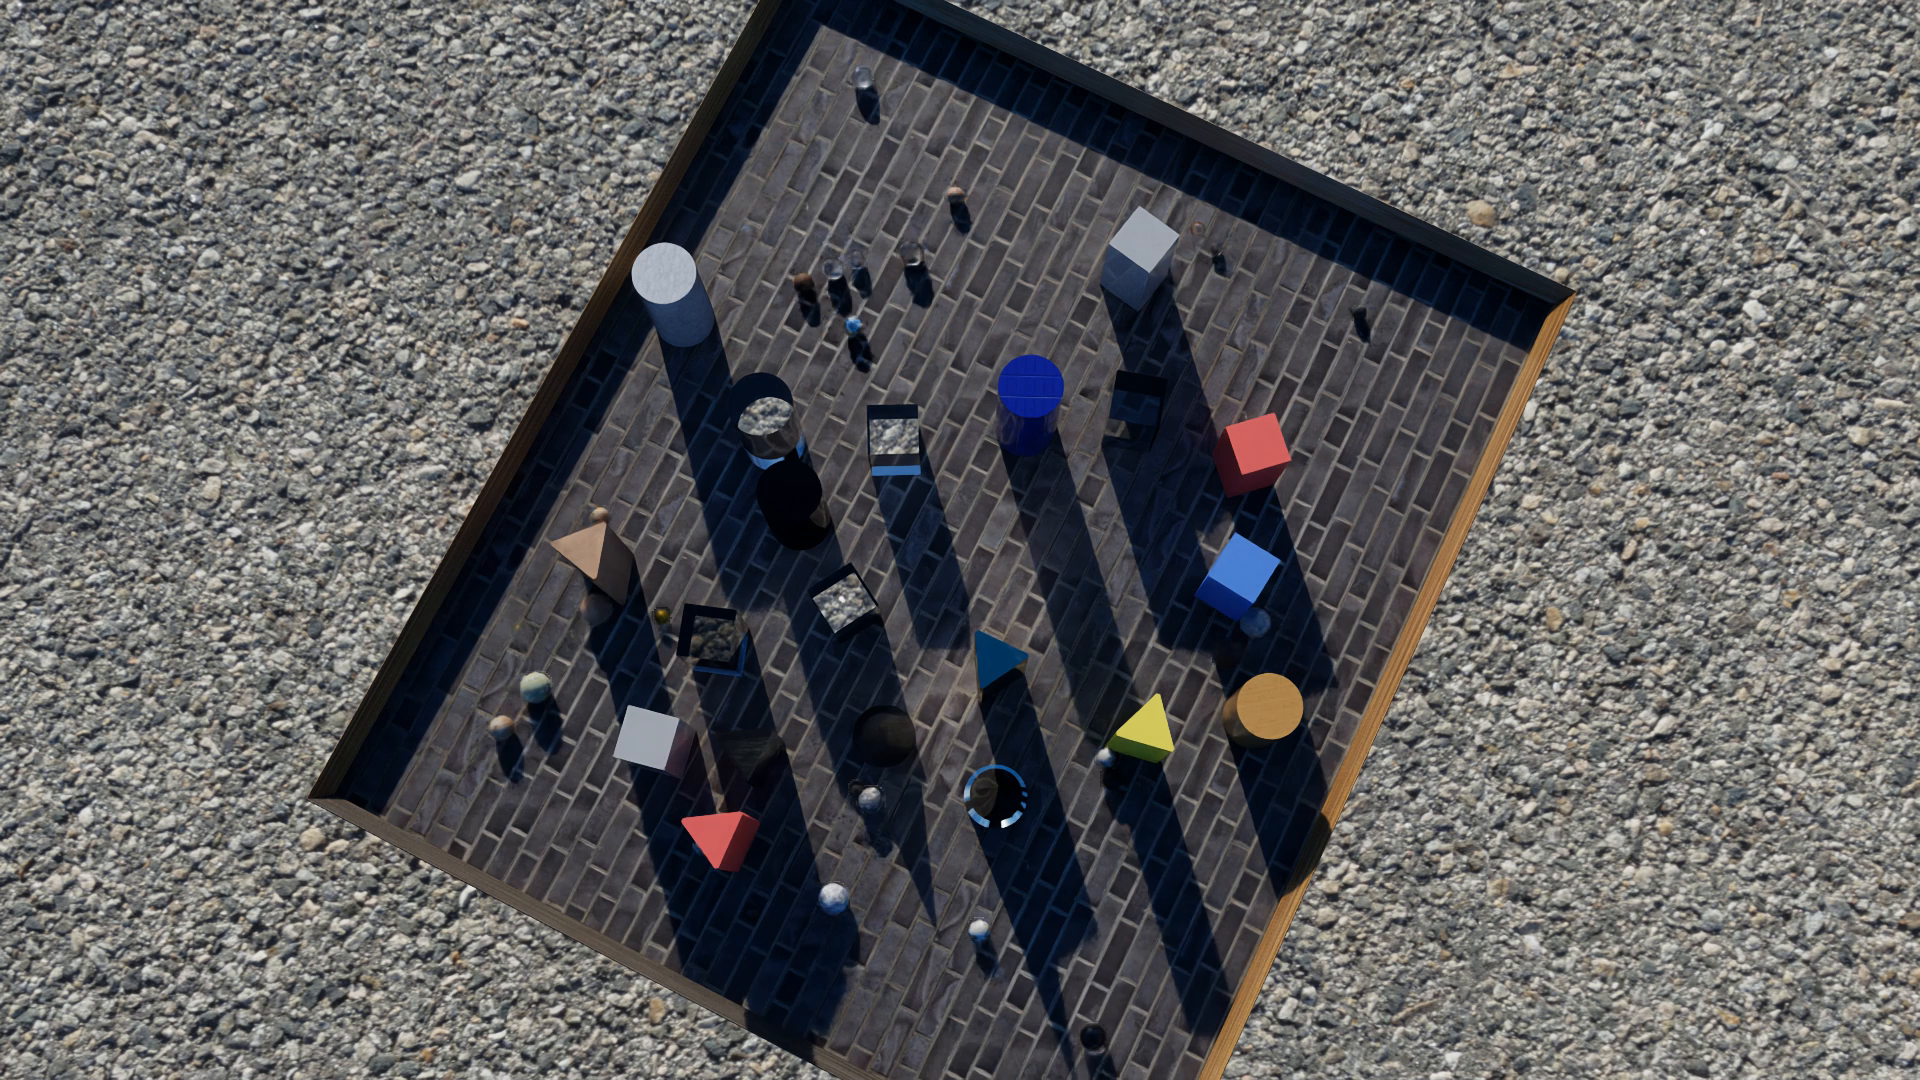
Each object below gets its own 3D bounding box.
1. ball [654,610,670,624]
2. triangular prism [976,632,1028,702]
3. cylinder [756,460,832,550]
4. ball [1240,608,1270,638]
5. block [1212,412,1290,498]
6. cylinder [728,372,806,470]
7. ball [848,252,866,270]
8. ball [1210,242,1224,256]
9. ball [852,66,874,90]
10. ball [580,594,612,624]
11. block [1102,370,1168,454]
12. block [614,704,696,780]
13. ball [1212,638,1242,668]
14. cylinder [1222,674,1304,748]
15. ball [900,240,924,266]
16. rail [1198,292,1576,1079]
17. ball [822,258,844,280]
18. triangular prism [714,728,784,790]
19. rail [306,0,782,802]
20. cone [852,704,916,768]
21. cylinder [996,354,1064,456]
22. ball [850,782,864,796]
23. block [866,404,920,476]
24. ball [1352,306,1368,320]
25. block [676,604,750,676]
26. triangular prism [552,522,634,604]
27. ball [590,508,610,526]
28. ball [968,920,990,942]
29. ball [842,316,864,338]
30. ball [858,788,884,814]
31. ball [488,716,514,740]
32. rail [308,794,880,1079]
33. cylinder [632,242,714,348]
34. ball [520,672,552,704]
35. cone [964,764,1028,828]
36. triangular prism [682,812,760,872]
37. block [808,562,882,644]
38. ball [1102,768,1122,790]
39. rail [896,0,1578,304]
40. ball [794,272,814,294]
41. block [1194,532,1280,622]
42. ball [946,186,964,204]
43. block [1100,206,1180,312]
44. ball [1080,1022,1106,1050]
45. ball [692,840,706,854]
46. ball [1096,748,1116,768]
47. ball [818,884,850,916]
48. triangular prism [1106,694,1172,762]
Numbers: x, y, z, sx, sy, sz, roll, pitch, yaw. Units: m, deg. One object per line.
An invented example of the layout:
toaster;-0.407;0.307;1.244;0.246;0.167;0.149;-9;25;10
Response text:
ball;-0.902;0.233;5.546;0.044;0.044;0.044;0;78;0
triangular prism;0.087;0.352;5.353;0.164;0.374;0.142;-34;80;-7
cylinder;-0.490;-0.099;5.440;0.189;0.386;0.189;0;78;0
ball;0.889;0.249;5.518;0.092;0.092;0.092;0;78;0
block;0.873;-0.251;5.513;0.151;0.305;0.151;-17;79;-3
cylinder;-0.574;-0.348;5.471;0.189;0.426;0.189;0;78;0
ball;-0.325;-0.881;5.770;0.056;0.056;0.056;0;78;0
ball;0.810;-0.919;5.786;0.041;0.041;0.041;0;78;0
ball;-0.314;-1.485;5.887;0.071;0.071;0.071;0;78;0
ball;-1.097;0.209;5.525;0.095;0.095;0.095;0;78;0
block;0.524;-0.385;5.539;0.151;0.307;0.151;10;79;2
block;-0.884;0.590;5.325;0.151;0.332;0.151;14;79;3
ball;0.804;0.340;5.501;0.088;0.088;0.088;0;78;0
cylinder;0.882;0.503;5.359;0.189;0.300;0.189;0;78;0
ball;-0.152;-0.902;5.762;0.080;0.080;0.080;0;78;0
rail;1.192;0.590;5.431;0.045;0.123;3.095;26;80;5
ball;-0.398;-0.851;5.758;0.068;0.068;0.068;0;78;0
triangular prism;-0.586;0.606;5.312;0.142;0.350;0.164;-35;80;-7
rail;-1.192;-0.577;5.672;0.045;0.123;3.095;26;80;5
cone;-0.228;0.559;5.354;0.189;0.287;0.189;0;78;0
cylinder;0.203;-0.396;5.470;0.189;0.447;0.189;0;78;0
ball;-0.307;0.740;5.442;0.042;0.042;0.042;0;78;0
block;-0.198;-0.301;5.544;0.151;0.264;0.151;-1;78;0
ball;1.253;-0.708;5.740;0.044;0.044;0.044;0;78;0
block;-0.723;0.297;5.387;0.151;0.328;0.151;7;78;2
triangular prism;-1.045;0.050;5.380;0.164;0.443;0.142;38;81;7
ball;-1.099;-0.071;5.602;0.057;0.057;0.057;0;78;0
ball;0.057;1.141;5.348;0.063;0.063;0.063;0;78;0
ball;-0.332;-0.666;5.720;0.067;0.067;0.067;0;78;0
ball;-0.262;0.770;5.417;0.076;0.076;0.076;0;78;0
ball;-1.366;0.561;5.462;0.075;0.075;0.075;0;78;0
rail;-0.681;1.341;5.275;2.714;0.123;0.045;26;80;5
cylinder;-0.865;-0.738;5.559;0.189;0.412;0.189;0;78;0
ball;-1.269;0.441;5.478;0.092;0.092;0.092;0;78;0
cone;0.106;0.721;5.253;0.189;0.420;0.189;0;78;0
triangular prism;-0.651;0.831;5.208;0.142;0.464;0.164;-36;81;-7
block;-0.341;0.191;5.454;0.151;0.241;0.151;-32;80;-6
ball;0.450;0.709;5.438;0.062;0.062;0.062;0;78;0
rail;0.681;-1.328;5.827;2.714;0.123;0.045;26;80;5
ball;-0.491;-0.806;5.751;0.064;0.064;0.064;0;78;0
block;0.817;0.113;5.425;0.151;0.329;0.151;32;80;6
ball;-0.014;-1.093;5.814;0.057;0.057;0.057;0;78;0
block;0.547;-0.857;5.613;0.151;0.353;0.151;37;81;7
ball;0.383;1.432;5.280;0.078;0.078;0.078;0;78;0
ball;-0.759;0.900;5.401;0.056;0.056;0.056;0;78;0
ball;0.436;0.648;5.444;0.059;0.059;0.059;0;78;0
ball;-0.370;1.049;5.353;0.091;0.091;0.091;0;78;0
triangular prism;0.534;0.536;5.301;0.164;0.401;0.142;16;79;3
